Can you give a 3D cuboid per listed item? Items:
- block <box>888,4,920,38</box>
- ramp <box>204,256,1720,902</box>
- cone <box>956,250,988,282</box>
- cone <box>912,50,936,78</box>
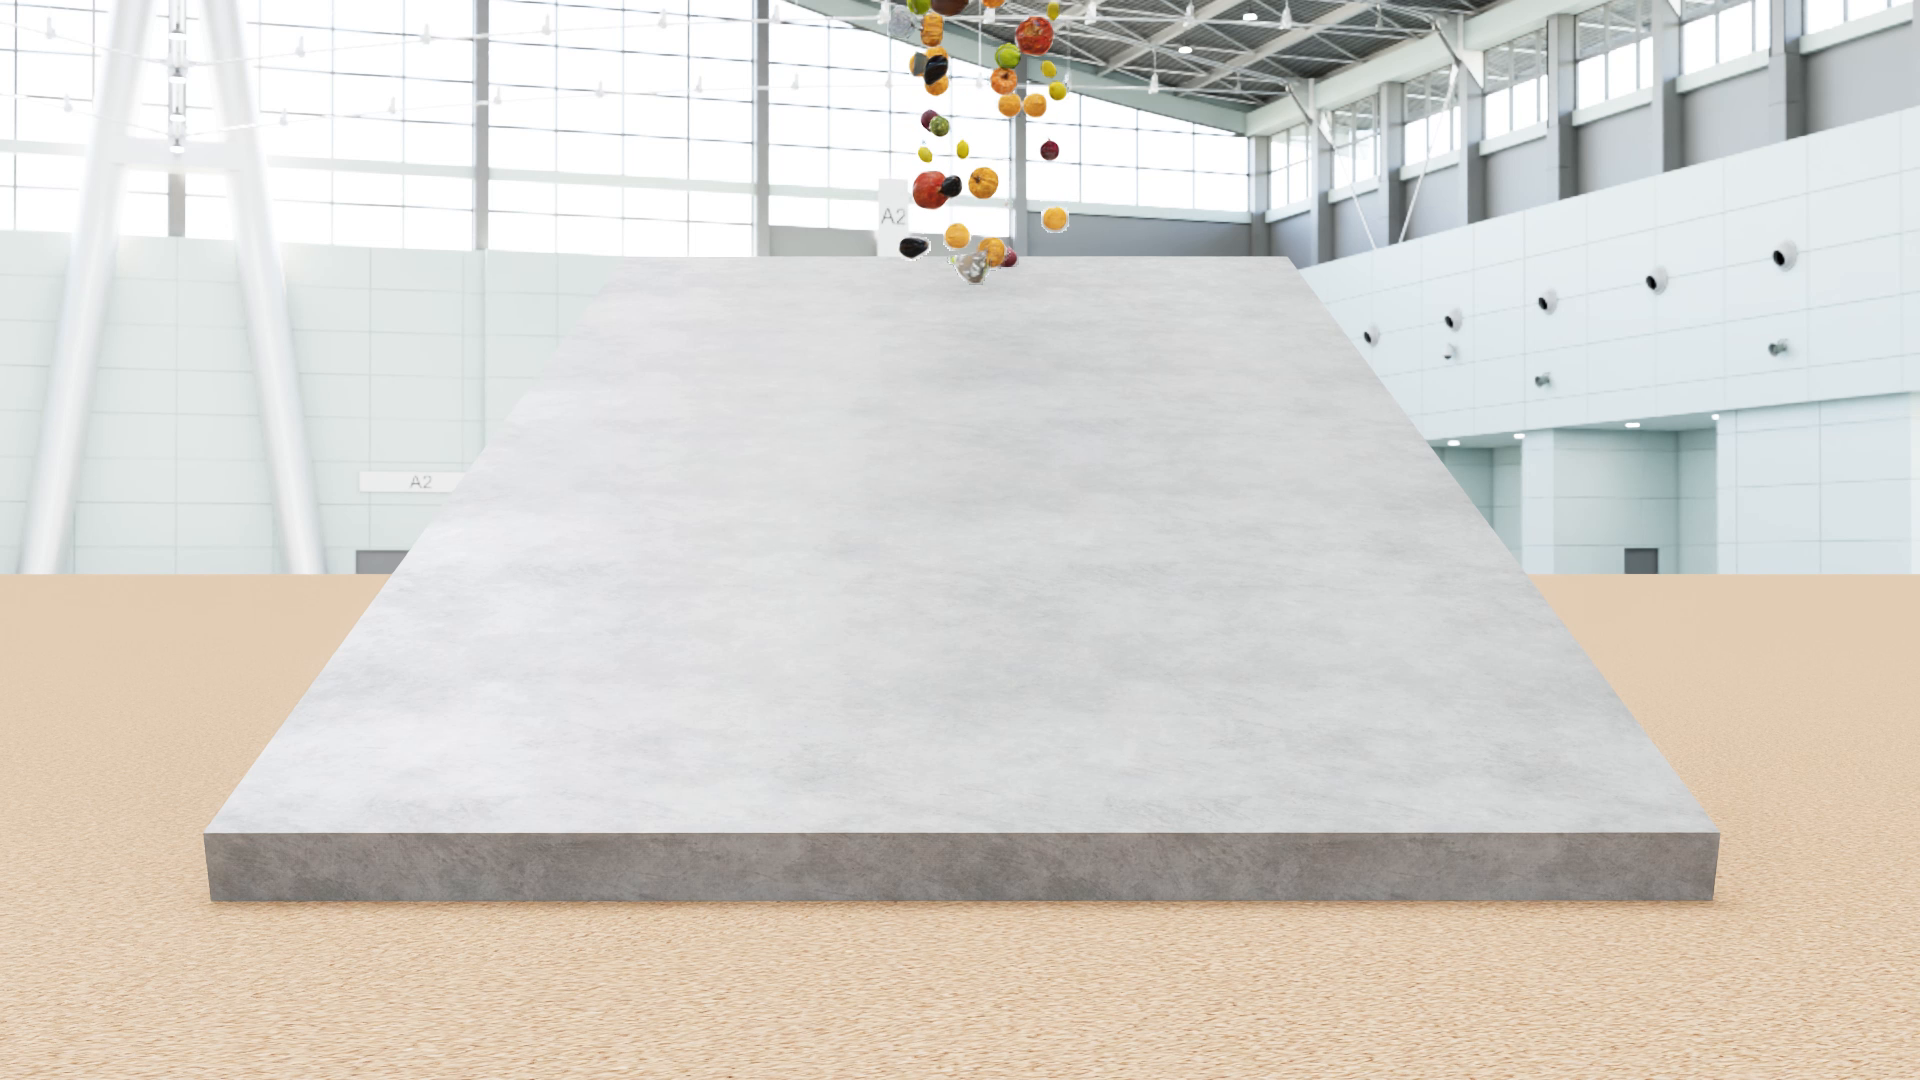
[{"bbox_3d":[-0.156,-1.437,6.199,0.061,0.061,0.061,20,34,9],"label":"block"},{"bbox_3d":[-0.004,-0.187,4.866,2.000,0.100,4.000,0,18,0],"label":"ramp"},{"bbox_3d":[0.052,-0.769,6.133,0.091,0.091,0.091,1,-31,-42],"label":"cone"},{"bbox_3d":[-0.119,-1.368,6.478,0.074,0.074,0.074,31,5,-3],"label":"cone"}]
